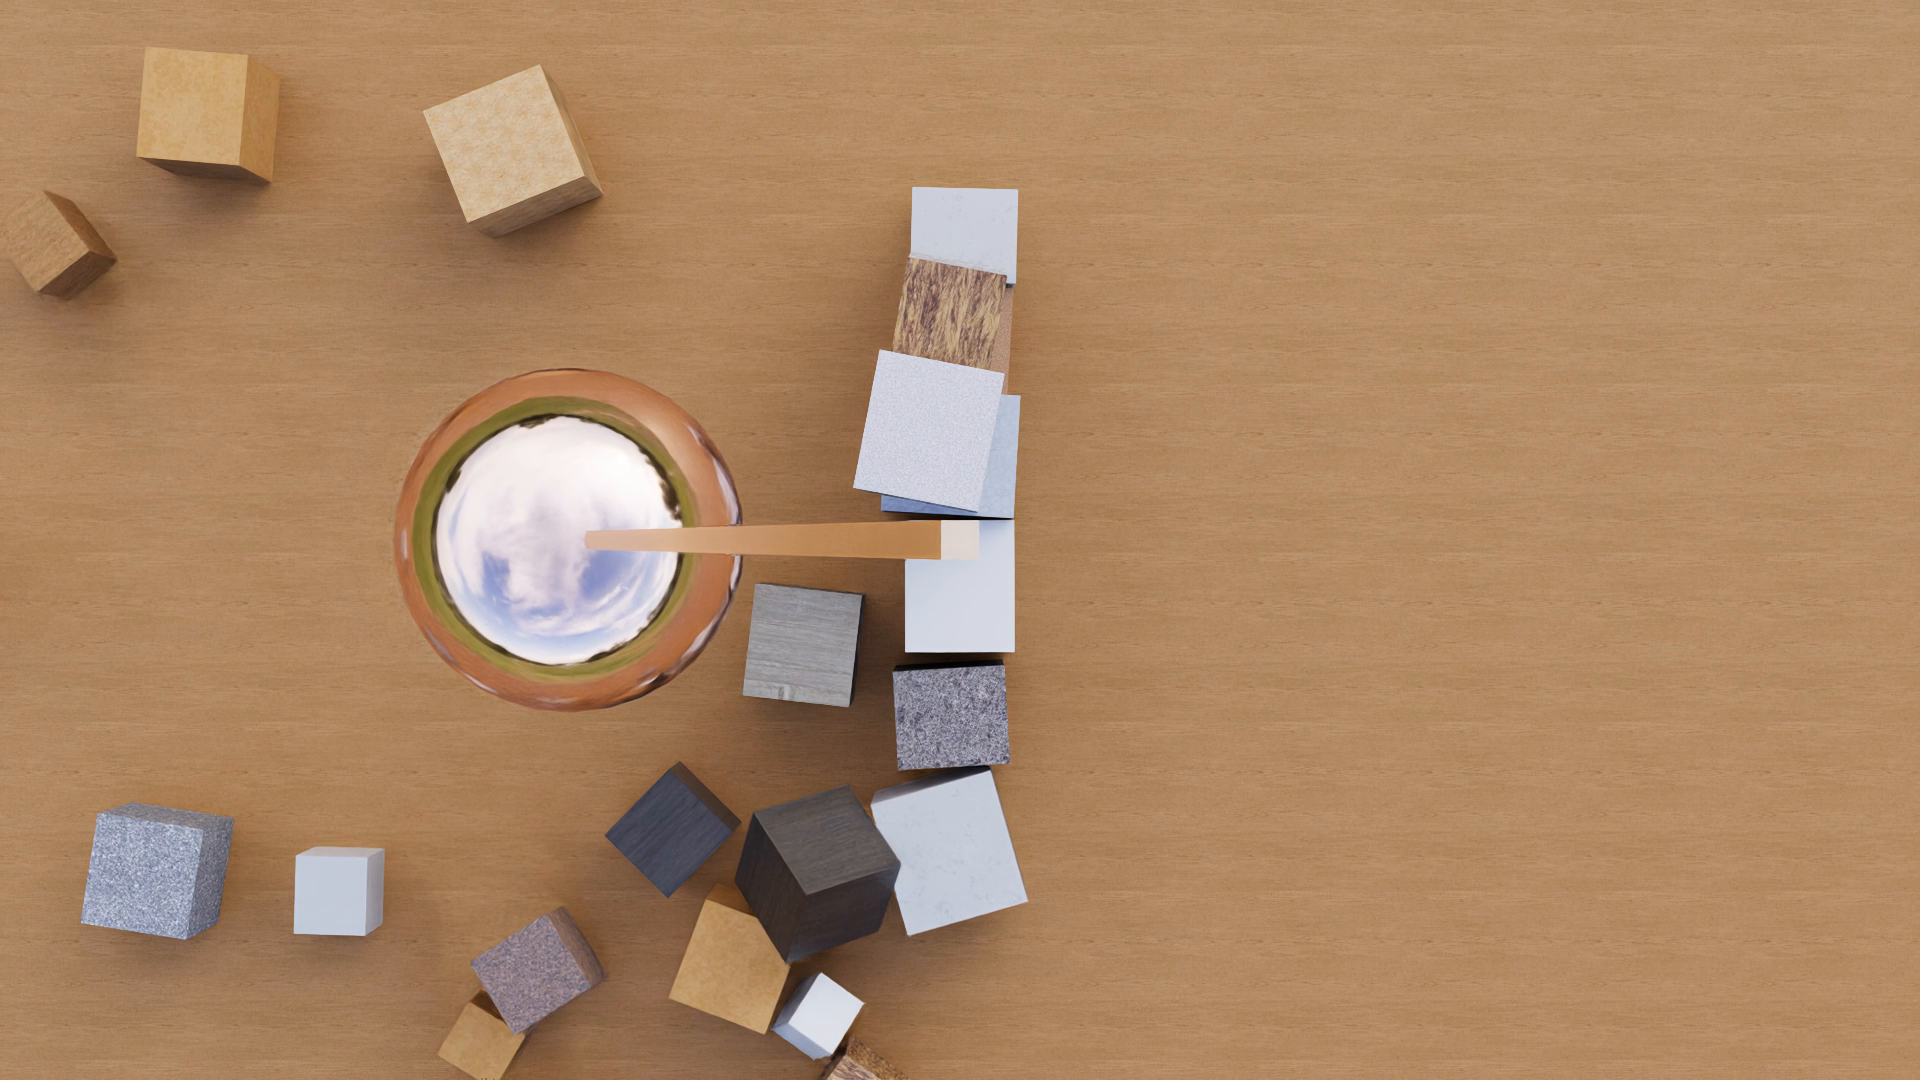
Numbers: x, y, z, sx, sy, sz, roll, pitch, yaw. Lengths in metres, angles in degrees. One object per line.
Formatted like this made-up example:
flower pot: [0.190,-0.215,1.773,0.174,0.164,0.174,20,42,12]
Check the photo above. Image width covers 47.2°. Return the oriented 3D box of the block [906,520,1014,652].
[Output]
block: [-0.001,0.260,12.679,0.614,0.643,0.741,0,90,0]

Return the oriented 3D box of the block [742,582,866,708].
block: [-0.889,0.594,12.694,0.603,0.612,0.634,7,90,0]

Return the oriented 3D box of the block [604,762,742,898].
block: [-1.658,1.672,12.755,0.513,0.491,0.527,45,90,0]

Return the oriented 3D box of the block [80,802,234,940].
block: [-4.636,1.906,12.732,0.607,0.536,0.631,9,90,0]

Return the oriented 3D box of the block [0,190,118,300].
block: [-5.262,-1.711,12.782,0.387,0.435,0.446,-38,90,0]

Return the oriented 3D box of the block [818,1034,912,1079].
block: [-0.626,3.288,12.745,0.473,0.511,0.566,36,90,0]

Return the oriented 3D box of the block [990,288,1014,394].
block: [-0.009,-1.133,12.709,0.589,0.583,0.613,3,90,0]

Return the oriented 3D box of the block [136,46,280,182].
block: [-4.332,-2.449,12.703,0.581,0.594,0.624,5,90,0]

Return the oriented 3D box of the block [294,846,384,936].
block: [-3.611,2.040,12.809,0.410,0.383,0.448,2,90,0]

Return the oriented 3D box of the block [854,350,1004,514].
block: [-0.161,-0.570,11.841,0.663,0.785,0.732,11,90,0]

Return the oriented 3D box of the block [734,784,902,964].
block: [-0.805,1.873,12.370,0.613,0.605,0.623,-13,49,-32]

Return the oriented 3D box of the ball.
ball: [-1.798,0.000,10.181,1.600,1.600,1.600,0,90,0]

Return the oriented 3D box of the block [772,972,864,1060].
block: [-0.827,2.761,12.746,0.313,0.356,0.349,37,64,-7]

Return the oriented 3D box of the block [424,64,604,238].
block: [-2.559,-2.224,12.667,0.708,0.667,0.674,-22,90,0]

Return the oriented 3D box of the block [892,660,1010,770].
block: [-0.048,0.997,12.669,0.630,0.663,0.551,-3,90,0]

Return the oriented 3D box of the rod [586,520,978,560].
rod: [-0.779,0.000,6.938,0.080,5.200,0.080,0,90,-17]

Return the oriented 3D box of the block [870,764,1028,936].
block: [-0.061,1.756,12.664,0.700,0.673,0.763,-16,90,0]

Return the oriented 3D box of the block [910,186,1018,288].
block: [0.023,-1.711,12.669,0.593,0.661,0.525,1,90,0]

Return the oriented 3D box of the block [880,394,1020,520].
block: [-0.052,-0.484,12.617,0.740,0.766,0.682,3,90,0]

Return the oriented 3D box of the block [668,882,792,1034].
block: [-1.268,2.409,12.708,0.583,0.584,0.598,21,90,0]

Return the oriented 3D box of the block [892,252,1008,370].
block: [-0.058,-1.255,12.066,0.538,0.605,0.533,10,100,-2]

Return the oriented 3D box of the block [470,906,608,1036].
block: [-2.427,2.479,12.704,0.511,0.542,0.487,-33,86,-2]

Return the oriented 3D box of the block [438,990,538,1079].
block: [-2.756,2.909,12.830,0.383,0.340,0.358,31,90,0]
